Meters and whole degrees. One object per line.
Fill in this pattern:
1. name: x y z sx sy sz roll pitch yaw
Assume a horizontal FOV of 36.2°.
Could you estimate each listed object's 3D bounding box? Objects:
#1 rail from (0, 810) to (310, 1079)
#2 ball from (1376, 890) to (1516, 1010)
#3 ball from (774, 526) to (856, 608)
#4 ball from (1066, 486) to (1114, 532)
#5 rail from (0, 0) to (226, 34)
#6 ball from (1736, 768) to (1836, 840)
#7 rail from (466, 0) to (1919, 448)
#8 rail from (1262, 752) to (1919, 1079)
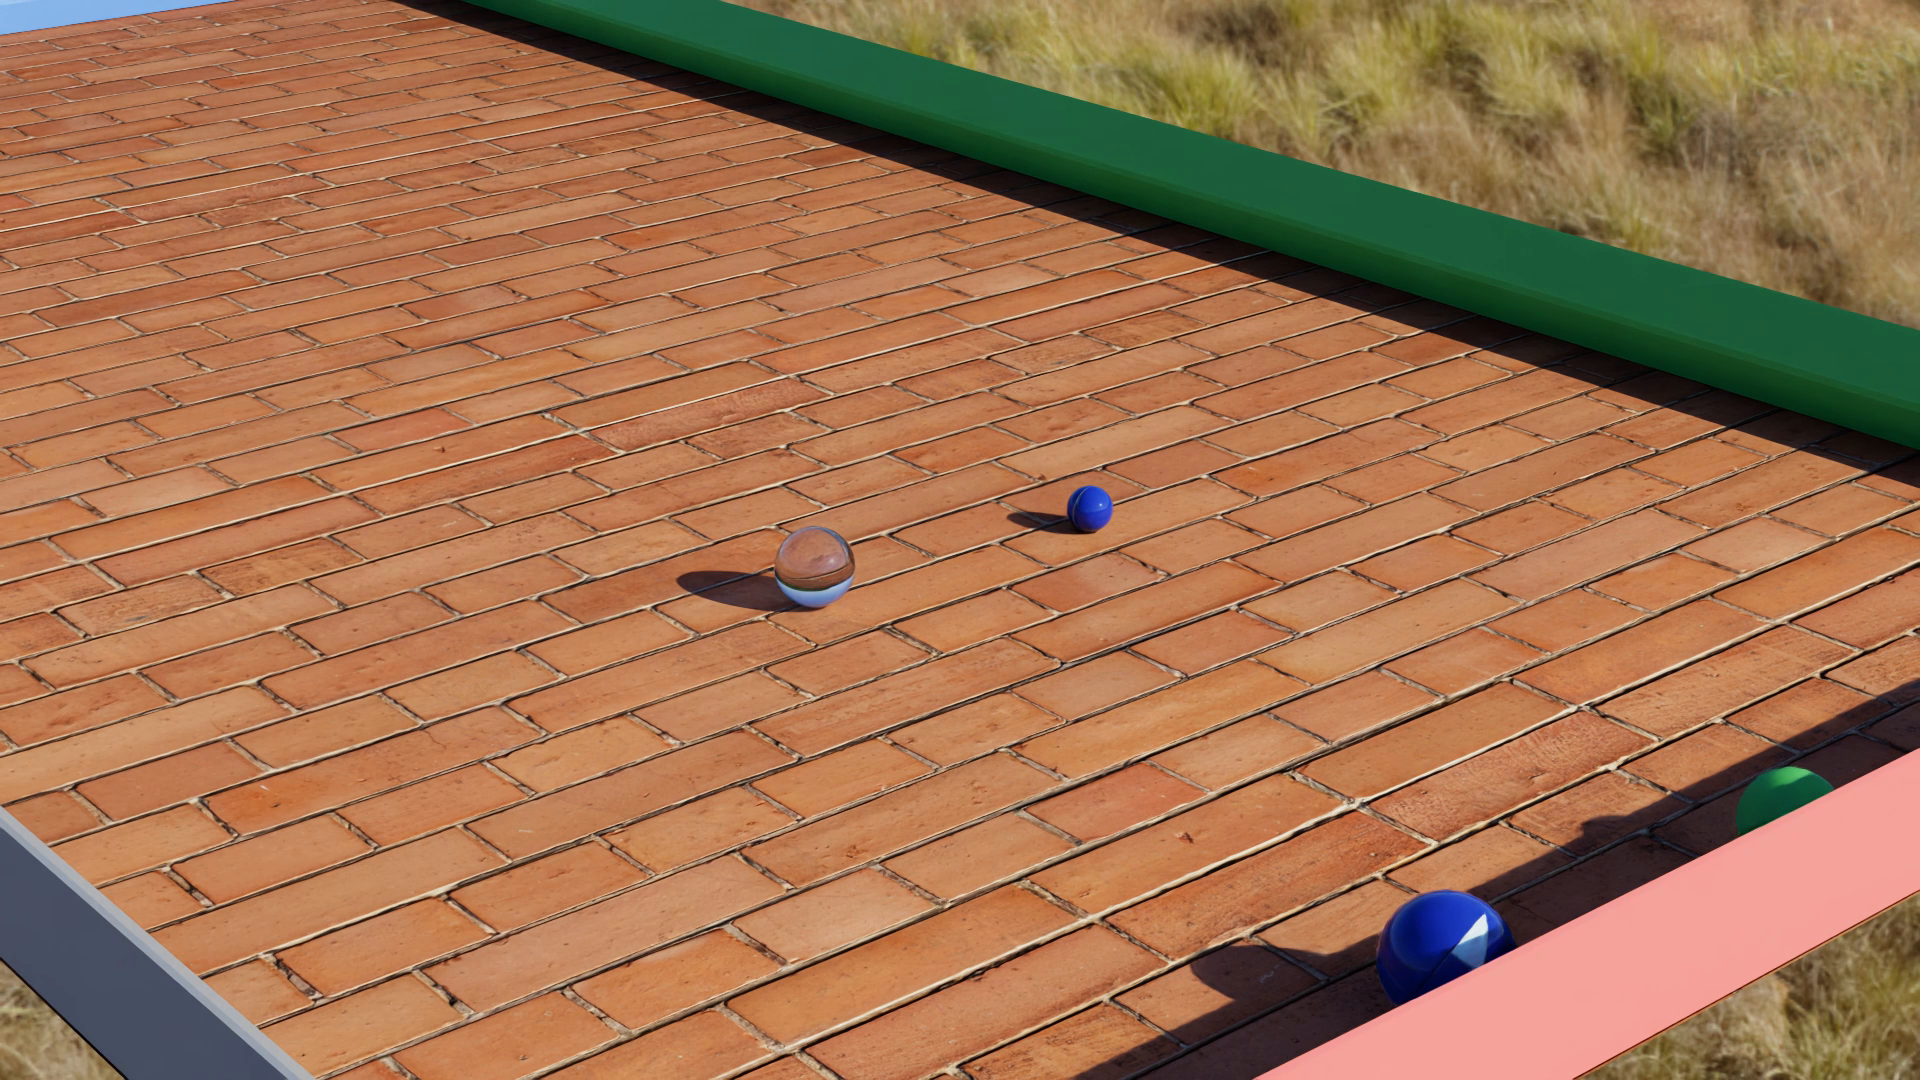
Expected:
1. rail: -1.190 -0.058 2.534 0.045 0.111 3.328 -18 28 -36
2. ball: 0.298 0.257 1.800 0.086 0.086 0.086 0 22 0
3. ball: -0.118 0.022 2.400 0.067 0.067 0.067 0 22 0
4. ball: 0.113 -0.027 2.554 0.041 0.041 0.041 0 22 0
5. rail: -1.586 -0.743 4.207 1.760 0.111 0.045 -18 28 -36
6. ball: 0.561 0.189 1.985 0.072 0.072 0.072 0 22 0
7. rail: 0.123 -0.474 3.550 0.045 0.111 3.328 -18 28 -36
8. rail: 0.518 0.211 1.878 1.760 0.111 0.045 -18 28 -36
